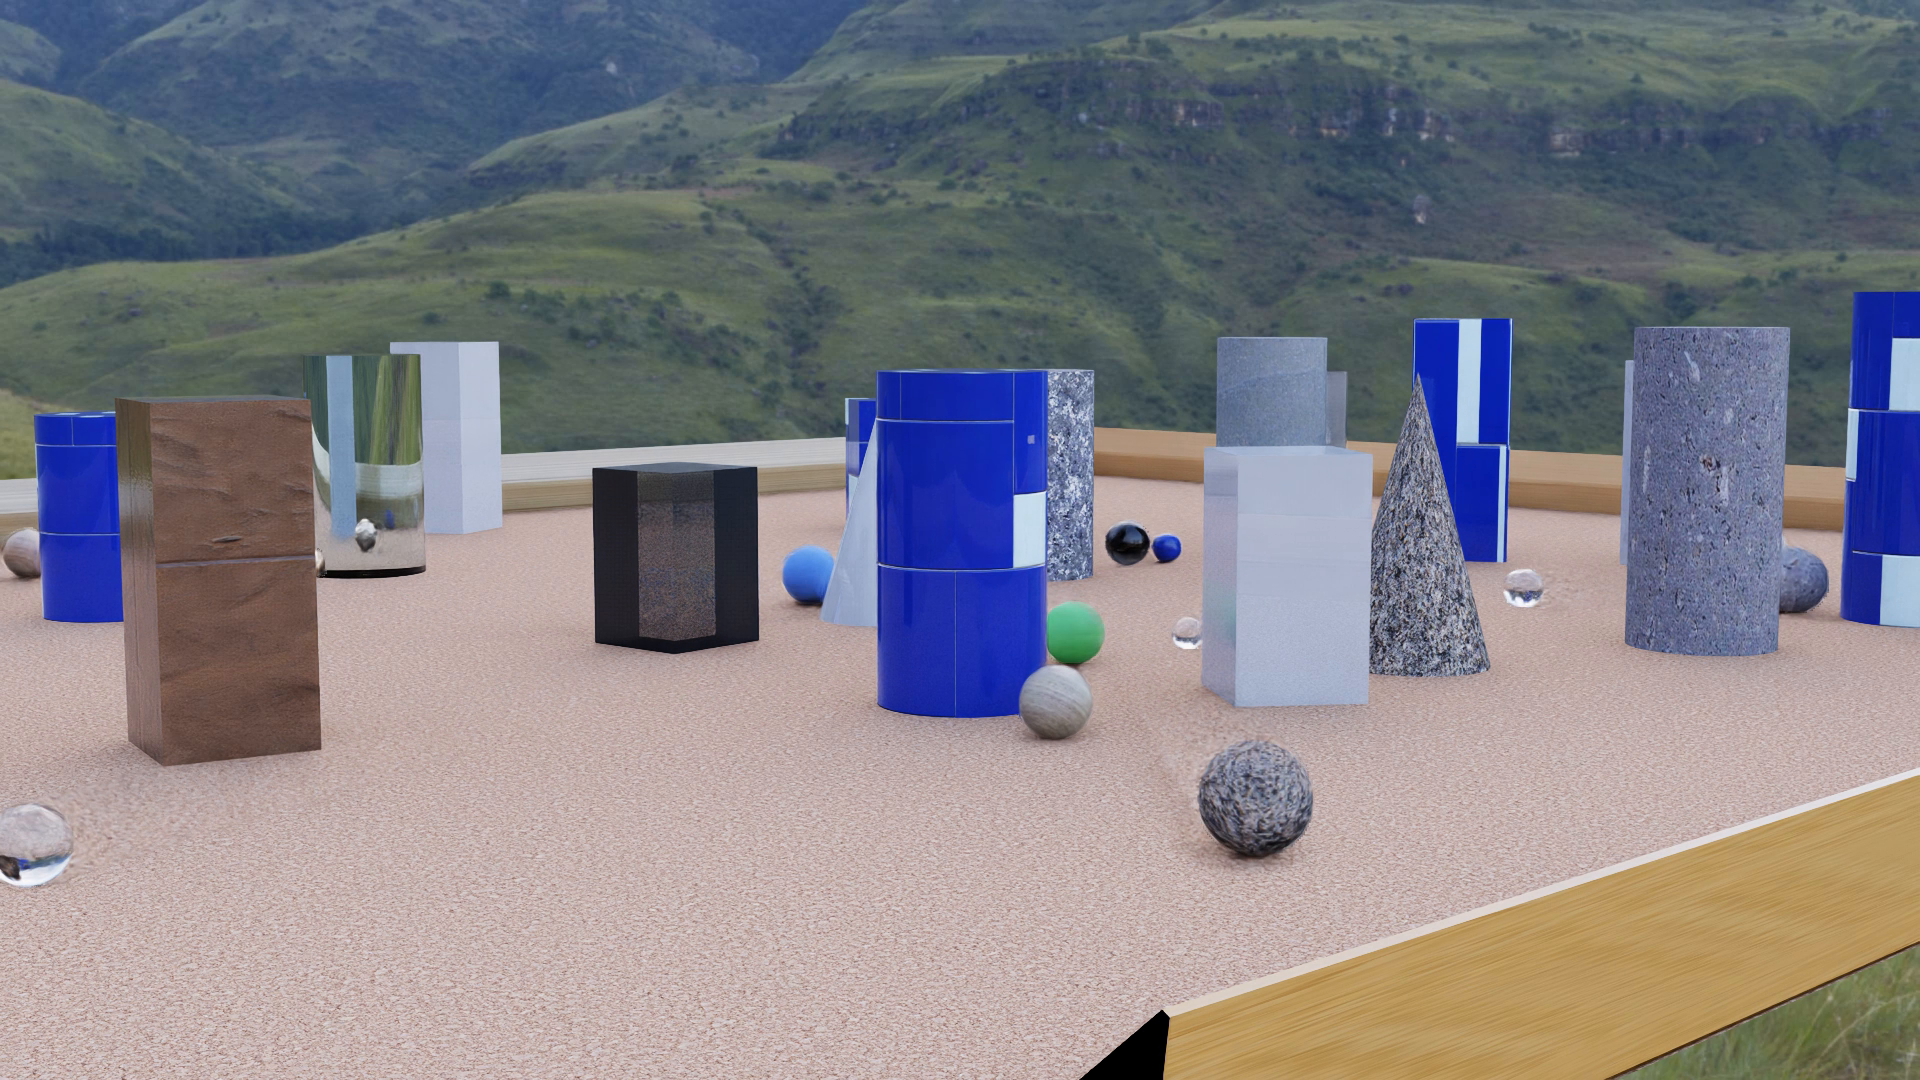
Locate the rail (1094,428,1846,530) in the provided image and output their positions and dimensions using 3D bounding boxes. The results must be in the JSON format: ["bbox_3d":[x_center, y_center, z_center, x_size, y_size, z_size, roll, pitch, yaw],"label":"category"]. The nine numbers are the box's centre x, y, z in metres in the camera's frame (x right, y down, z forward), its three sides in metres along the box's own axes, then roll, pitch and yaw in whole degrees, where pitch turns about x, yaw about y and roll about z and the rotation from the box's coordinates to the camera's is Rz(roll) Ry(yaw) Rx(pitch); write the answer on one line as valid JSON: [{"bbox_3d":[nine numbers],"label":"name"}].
[{"bbox_3d":[1.487,-0.111,4.697,0.045,0.126,3.567,-6,8,-42],"label":"rail"}]

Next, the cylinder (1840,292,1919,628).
[{"bbox_3d":[1.371,-0.119,3.143,0.193,0.468,0.193,0,6,0],"label":"cylinder"}]

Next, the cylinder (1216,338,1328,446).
[{"bbox_3d":[0.553,-0.162,3.916,0.193,0.394,0.193,0,6,0],"label":"cylinder"}]

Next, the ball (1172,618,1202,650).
[{"bbox_3d":[0.299,0.122,2.883,0.043,0.043,0.043,0,6,0],"label":"ball"}]

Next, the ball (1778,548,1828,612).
[{"bbox_3d":[1.224,0.059,3.233,0.097,0.097,0.097,0,6,0],"label":"ball"}]

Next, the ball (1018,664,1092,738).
[{"bbox_3d":[0.099,0.168,2.287,0.077,0.077,0.077,0,6,0],"label":"ball"}]

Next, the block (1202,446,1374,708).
[{"bbox_3d":[0.375,0.038,2.540,0.155,0.283,0.155,-1,6,-8],"label":"block"}]

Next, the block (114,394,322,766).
[{"bbox_3d":[-0.754,0.034,2.235,0.155,0.355,0.155,-4,7,-32],"label":"block"}]

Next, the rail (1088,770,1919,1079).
[{"bbox_3d":[1.193,0.168,2.046,4.095,0.126,0.045,-6,8,-42],"label":"rail"}]

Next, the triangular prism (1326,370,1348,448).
[{"bbox_3d":[0.661,-0.170,4.313,0.167,0.325,0.145,0,6,0],"label":"triangular prism"}]

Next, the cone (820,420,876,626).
[{"bbox_3d":[-0.108,-0.054,3.171,0.193,0.335,0.193,0,6,0],"label":"cone"}]

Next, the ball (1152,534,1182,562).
[{"bbox_3d":[0.364,0.014,3.878,0.051,0.051,0.051,0,6,0],"label":"ball"}]

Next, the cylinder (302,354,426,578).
[{"bbox_3d":[-1.007,-0.129,3.719,0.193,0.368,0.193,0,6,0],"label":"cylinder"}]

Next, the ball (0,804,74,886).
[{"bbox_3d":[-0.720,0.236,1.701,0.064,0.064,0.064,0,6,0],"label":"ball"}]

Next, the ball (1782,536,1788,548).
[{"bbox_3d":[1.333,0.017,3.668,0.088,0.088,0.088,0,6,0],"label":"ball"}]

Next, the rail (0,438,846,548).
[{"bbox_3d":[-1.193,-0.102,4.618,4.095,0.126,0.045,-6,8,-42],"label":"rail"}]

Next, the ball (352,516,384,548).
[{"bbox_3d":[-1.111,-0.016,4.126,0.058,0.058,0.058,0,6,0],"label":"ball"}]

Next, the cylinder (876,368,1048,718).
[{"bbox_3d":[0.002,-0.002,2.479,0.193,0.376,0.193,0,6,0],"label":"cylinder"}]

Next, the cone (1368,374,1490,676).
[{"bbox_3d":[0.569,-0.027,2.748,0.193,0.368,0.193,0,6,0],"label":"cone"}]

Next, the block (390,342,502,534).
[{"bbox_3d":[-1.036,-0.210,4.441,0.155,0.378,0.155,2,6,18],"label":"block"}]

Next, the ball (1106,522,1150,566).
[{"bbox_3d":[0.292,0.005,3.834,0.077,0.077,0.077,0,6,0],"label":"ball"}]

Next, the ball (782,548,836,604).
[{"bbox_3d":[-0.226,0.054,3.329,0.086,0.086,0.086,0,6,0],"label":"ball"}]

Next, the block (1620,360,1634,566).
[{"bbox_3d":[1.255,-0.130,3.787,0.155,0.355,0.155,-3,6,-23],"label":"block"}]

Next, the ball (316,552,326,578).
[{"bbox_3d":[-1.074,0.041,3.636,0.048,0.048,0.048,0,6,0],"label":"ball"}]

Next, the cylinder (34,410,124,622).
[{"bbox_3d":[-1.242,-0.038,3.212,0.193,0.293,0.193,0,6,0],"label":"cylinder"}]

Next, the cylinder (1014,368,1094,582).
[{"bbox_3d":[0.127,-0.112,3.682,0.193,0.343,0.193,0,6,0],"label":"cylinder"}]

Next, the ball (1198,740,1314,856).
[{"bbox_3d":[0.242,0.211,1.798,0.094,0.094,0.094,0,6,0],"label":"ball"}]

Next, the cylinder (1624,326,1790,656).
[{"bbox_3d":[0.985,-0.069,2.903,0.193,0.420,0.193,0,6,0],"label":"cylinder"}]

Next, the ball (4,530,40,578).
[{"bbox_3d":[-1.548,0.023,3.656,0.079,0.079,0.079,0,6,0],"label":"ball"}]

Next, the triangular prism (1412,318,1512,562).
[{"bbox_3d":[0.903,-0.183,3.952,0.167,0.428,0.145,2,6,16],"label":"triangular prism"}]

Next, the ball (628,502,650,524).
[{"bbox_3d":[-0.668,-0.056,4.568,0.046,0.046,0.046,0,6,0],"label":"ball"}]

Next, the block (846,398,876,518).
[{"bbox_3d":[-0.143,-0.155,4.481,0.155,0.262,0.155,-1,6,-13],"label":"block"}]

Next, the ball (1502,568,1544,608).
[{"bbox_3d":[0.841,0.072,3.283,0.059,0.059,0.059,0,6,0],"label":"ball"}]

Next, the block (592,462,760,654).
[{"bbox_3d":[-0.380,0.020,2.942,0.155,0.235,0.155,5,8,39],"label":"block"}]

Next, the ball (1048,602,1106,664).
[{"bbox_3d":[0.143,0.116,2.766,0.079,0.079,0.079,0,6,0],"label":"ball"}]
